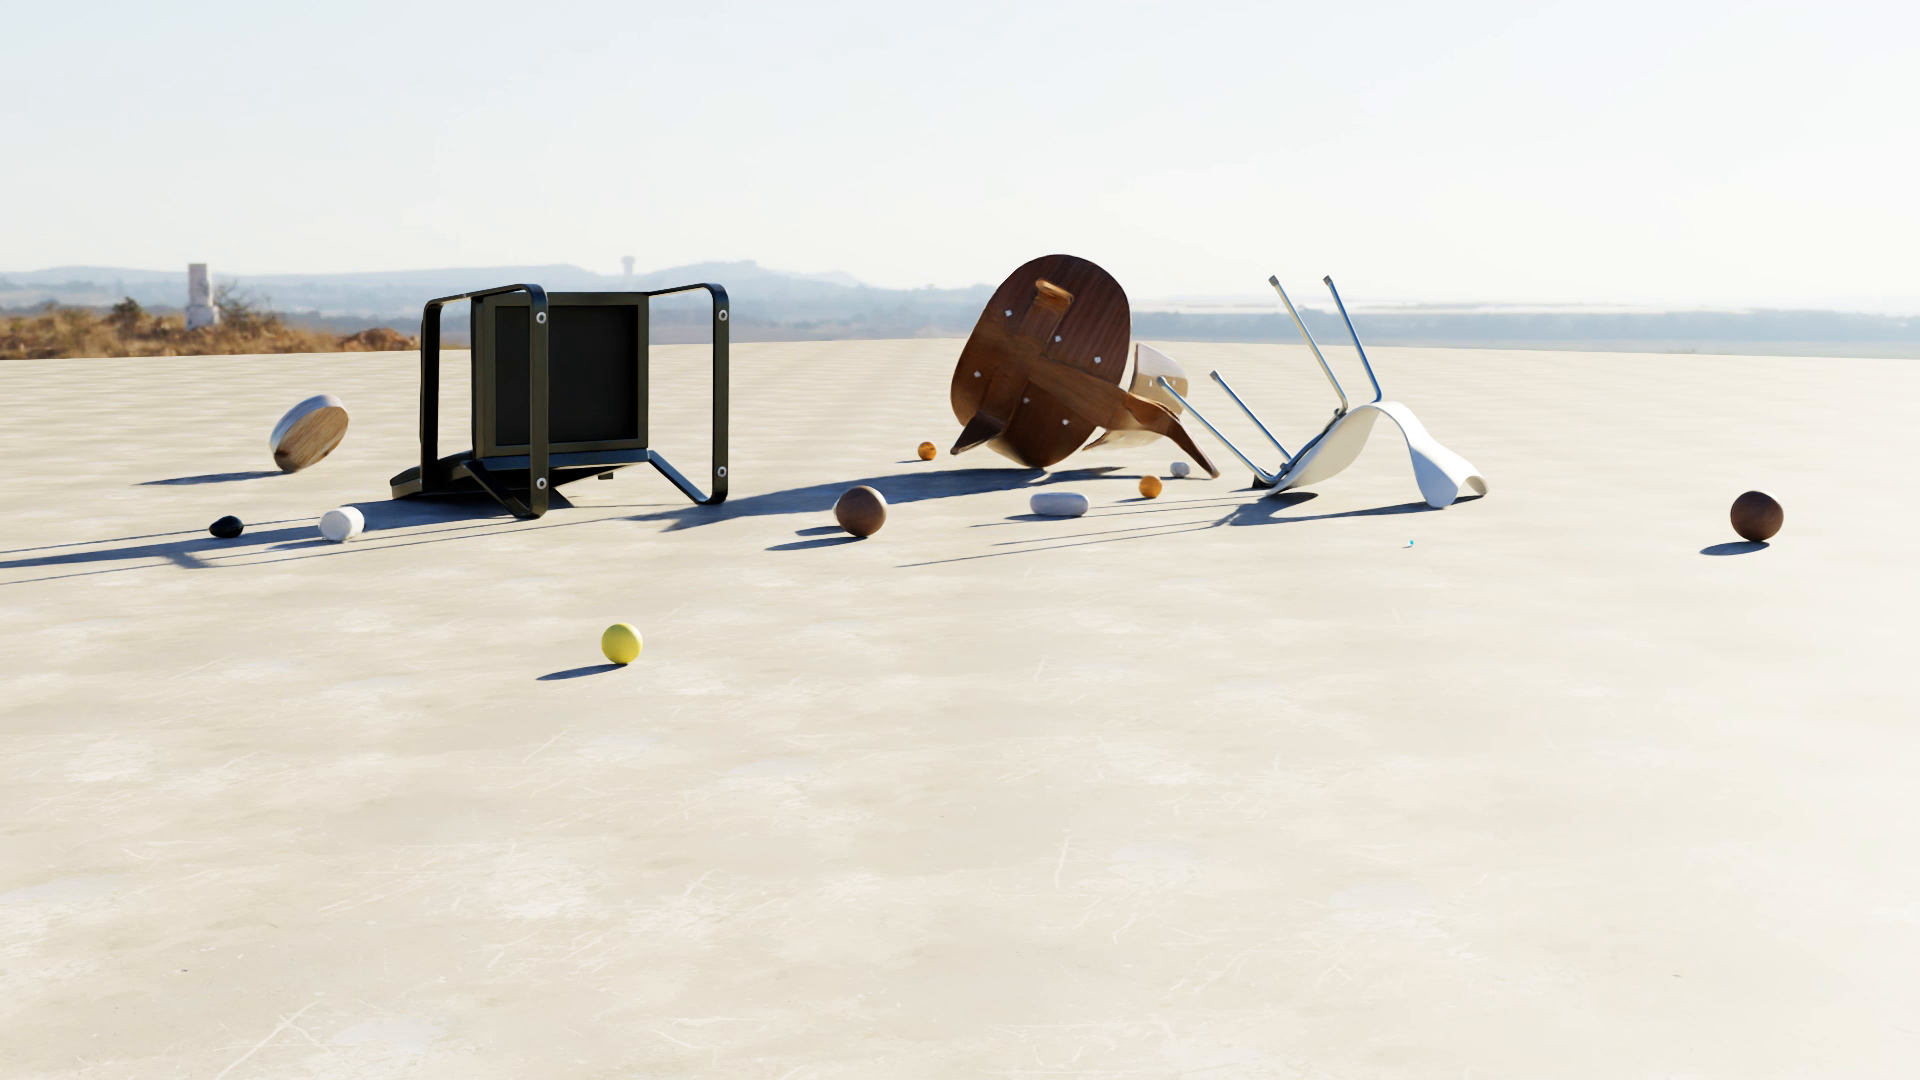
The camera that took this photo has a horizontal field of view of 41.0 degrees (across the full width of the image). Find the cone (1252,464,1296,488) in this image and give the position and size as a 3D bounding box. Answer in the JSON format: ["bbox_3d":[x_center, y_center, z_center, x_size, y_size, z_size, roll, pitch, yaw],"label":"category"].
[{"bbox_3d":[0.986,-0.181,7.989,0.140,0.075,0.082,16,8,7],"label":"cone"}]

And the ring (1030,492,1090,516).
[{"bbox_3d":[0.274,-0.100,7.086,0.188,0.061,0.087,2,8,33],"label":"ring"}]

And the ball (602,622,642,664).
[{"bbox_3d":[-0.575,0.176,4.362,0.070,0.070,0.070,0,6,0],"label":"ball"}]

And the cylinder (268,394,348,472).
[{"bbox_3d":[-2.209,-0.364,8.702,0.294,0.162,0.136,-41,30,-4],"label":"cylinder"}]
